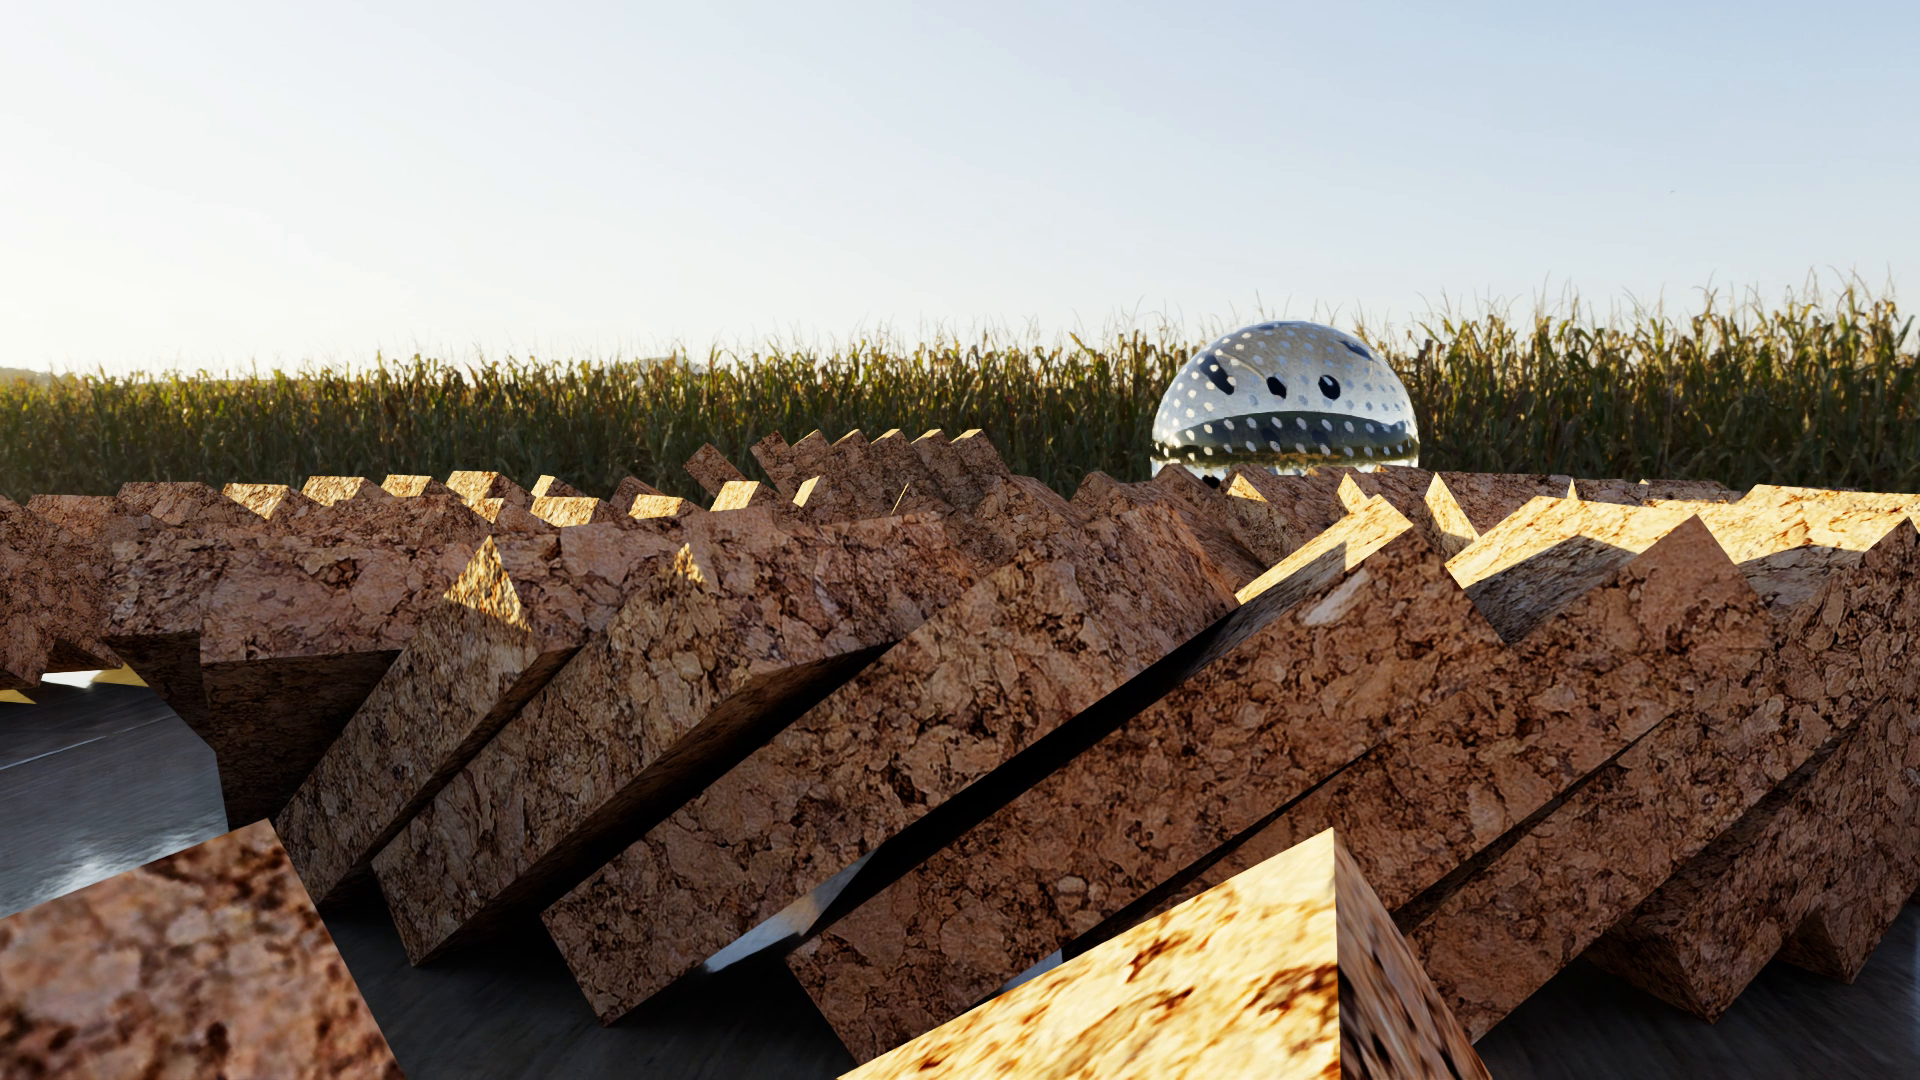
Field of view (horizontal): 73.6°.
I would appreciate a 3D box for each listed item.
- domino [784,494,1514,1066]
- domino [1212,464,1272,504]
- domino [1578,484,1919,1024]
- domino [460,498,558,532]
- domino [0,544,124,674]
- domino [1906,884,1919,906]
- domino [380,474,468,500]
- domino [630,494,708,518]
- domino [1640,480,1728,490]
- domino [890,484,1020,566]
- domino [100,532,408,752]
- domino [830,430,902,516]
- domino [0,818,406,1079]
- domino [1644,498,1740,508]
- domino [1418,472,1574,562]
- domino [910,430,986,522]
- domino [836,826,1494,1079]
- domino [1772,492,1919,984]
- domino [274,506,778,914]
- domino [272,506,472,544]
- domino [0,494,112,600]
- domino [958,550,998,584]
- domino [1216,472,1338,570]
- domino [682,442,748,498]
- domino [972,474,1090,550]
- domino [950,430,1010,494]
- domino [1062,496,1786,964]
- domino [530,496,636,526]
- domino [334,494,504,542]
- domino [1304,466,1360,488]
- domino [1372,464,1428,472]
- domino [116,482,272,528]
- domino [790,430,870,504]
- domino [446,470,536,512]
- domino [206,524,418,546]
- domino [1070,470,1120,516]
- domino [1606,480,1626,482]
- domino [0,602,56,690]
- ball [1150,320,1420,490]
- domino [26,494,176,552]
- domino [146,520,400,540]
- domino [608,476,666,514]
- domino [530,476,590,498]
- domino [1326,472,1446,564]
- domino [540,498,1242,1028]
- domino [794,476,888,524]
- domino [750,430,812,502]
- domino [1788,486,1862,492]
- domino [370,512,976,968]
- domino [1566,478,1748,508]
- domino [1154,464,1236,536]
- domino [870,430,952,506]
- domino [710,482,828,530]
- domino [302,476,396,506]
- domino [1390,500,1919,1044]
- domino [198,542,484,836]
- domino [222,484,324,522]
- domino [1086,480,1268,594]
[{"bbox_3d":[0.013,0.016,0.093,0.050,0.009,0.025,-37,-3,15],"label":"domino"},{"bbox_3d":[0.086,0.000,0.310,0.050,0.009,0.025,41,20,19],"label":"domino"},{"bbox_3d":[0.067,0.015,0.110,0.050,0.010,0.025,-39,20,-14],"label":"domino"},{"bbox_3d":[-0.076,0.007,0.248,0.025,0.009,0.050,1,-25,40],"label":"domino"},{"bbox_3d":[-0.168,0.008,0.214,0.025,0.009,0.050,-4,-29,11],"label":"domino"},{"bbox_3d":[0.090,0.015,0.139,0.025,0.010,0.050,3,38,38],"label":"domino"},{"bbox_3d":[-0.120,0.001,0.325,0.025,0.009,0.050,4,-26,44],"label":"domino"},{"bbox_3d":[-0.047,0.006,0.283,0.050,0.009,0.025,30,-14,-33],"label":"domino"},{"bbox_3d":[0.158,0.006,0.251,0.025,0.009,0.050,0,36,-27],"label":"domino"},{"bbox_3d":[0.007,0.002,0.315,0.050,0.010,0.025,28,0,-4],"label":"domino"},{"bbox_3d":[-0.071,0.015,0.142,0.025,0.010,0.050,-2,-26,-14],"label":"domino"},{"bbox_3d":[-0.020,-0.009,0.380,0.009,0.050,0.025,-35,8,-4],"label":"domino"},{"bbox_3d":[-0.034,0.023,0.020,0.050,0.010,0.025,-33,-5,23],"label":"domino"},{"bbox_3d":[0.098,0.013,0.158,0.025,0.010,0.050,2,37,28],"label":"domino"},{"bbox_3d":[0.094,0.009,0.200,0.025,0.010,0.050,1,40,-10],"label":"domino"},{"bbox_3d":[0.003,-0.009,0.380,0.009,0.050,0.025,-35,8,-4],"label":"domino"},{"bbox_3d":[-0.015,0.023,0.016,0.050,0.009,0.025,-33,-2,17],"label":"domino"},{"bbox_3d":[0.080,0.015,0.119,0.050,0.010,0.025,-41,21,-19],"label":"domino"},{"bbox_3d":[-0.038,0.016,0.111,0.025,0.009,0.050,-9,-25,-49],"label":"domino"},{"bbox_3d":[-0.084,0.010,0.205,0.025,0.009,0.050,1,-26,11],"label":"domino"},{"bbox_3d":[-0.165,0.007,0.236,0.025,0.009,0.050,-1,-28,22],"label":"domino"},{"bbox_3d":[0.002,0.011,0.223,0.050,0.009,0.025,21,-14,-26],"label":"domino"},{"bbox_3d":[0.072,0.007,0.232,0.025,0.010,0.050,0,38,-35],"label":"domino"},{"bbox_3d":[-0.059,-0.007,0.375,0.009,0.050,0.025,-45,7,-4],"label":"domino"},{"bbox_3d":[0.028,0.006,0.242,0.050,0.009,0.025,36,11,14],"label":"domino"},{"bbox_3d":[0.014,-0.009,0.381,0.009,0.050,0.025,-35,8,-4],"label":"domino"},{"bbox_3d":[0.030,0.016,0.095,0.050,0.009,0.025,-38,2,5],"label":"domino"},{"bbox_3d":[-0.063,0.006,0.266,0.025,0.009,0.050,3,-23,45],"label":"domino"},{"bbox_3d":[-0.083,0.008,0.225,0.025,0.009,0.050,-1,-27,24],"label":"domino"},{"bbox_3d":[0.105,0.001,0.304,0.025,0.010,0.050,-4,41,-50],"label":"domino"},{"bbox_3d":[0.118,0.001,0.295,0.025,0.010,0.050,-1,39,-47],"label":"domino"},{"bbox_3d":[-0.150,0.004,0.273,0.025,0.009,0.050,1,-27,26],"label":"domino"},{"bbox_3d":[-0.032,-0.009,0.379,0.009,0.050,0.025,-35,8,-4],"label":"domino"},{"bbox_3d":[-0.109,-0.001,0.337,0.025,0.009,0.050,4,-27,44],"label":"domino"},{"bbox_3d":[-0.083,0.013,0.184,0.025,0.009,0.050,0,-24,3],"label":"domino"},{"bbox_3d":[0.051,0.001,0.317,0.050,0.009,0.025,35,11,8],"label":"domino"},{"bbox_3d":[0.147,0.005,0.265,0.025,0.010,0.050,-3,37,-32],"label":"domino"},{"bbox_3d":[-0.168,0.009,0.195,0.025,0.009,0.050,-5,-30,4],"label":"domino"},{"bbox_3d":[0.099,-0.027,0.394,0.080,0.080,0.080,0,4,0],"label":"ball"},{"bbox_3d":[-0.156,0.007,0.257,0.025,0.009,0.050,2,-25,25],"label":"domino"},{"bbox_3d":[-0.078,0.013,0.161,0.025,0.010,0.050,-3,-25,-9],"label":"domino"},{"bbox_3d":[-0.076,-0.002,0.369,0.050,0.009,0.025,30,-1,-10],"label":"domino"},{"bbox_3d":[-0.094,-0.001,0.356,0.050,0.010,0.025,32,-10,-24],"label":"domino"},{"bbox_3d":[0.086,0.008,0.215,0.025,0.010,0.050,-2,41,-20],"label":"domino"},{"bbox_3d":[-0.005,0.016,0.094,0.050,0.009,0.025,-38,-10,26],"label":"domino"},{"bbox_3d":[-0.016,0.002,0.308,0.050,0.010,0.025,30,-8,-13],"label":"domino"},{"bbox_3d":[-0.043,-0.009,0.378,0.010,0.050,0.025,-35,9,-5],"label":"domino"},{"bbox_3d":[0.170,0.008,0.233,0.025,0.009,0.050,0,35,-15],"label":"domino"},{"bbox_3d":[-0.023,0.016,0.102,0.050,0.009,0.025,-40,-18,33],"label":"domino"},{"bbox_3d":[0.102,0.010,0.181,0.025,0.009,0.050,5,39,12],"label":"domino"},{"bbox_3d":[0.069,0.000,0.314,0.050,0.009,0.025,39,14,11],"label":"domino"},{"bbox_3d":[-0.009,-0.009,0.381,0.010,0.050,0.025,-35,9,-4],"label":"domino"},{"bbox_3d":[-0.032,0.003,0.297,0.050,0.009,0.025,32,-12,-24],"label":"domino"},{"bbox_3d":[-0.131,0.002,0.309,0.025,0.009,0.050,3,-27,38],"label":"domino"},{"bbox_3d":[0.048,0.016,0.101,0.050,0.009,0.025,-37,9,-5],"label":"domino"},{"bbox_3d":[-0.058,0.016,0.126,0.025,0.009,0.050,-2,-26,-28],"label":"domino"},{"bbox_3d":[-0.141,0.004,0.293,0.025,0.010,0.050,3,-26,34],"label":"domino"},{"bbox_3d":[0.050,0.007,0.238,0.050,0.009,0.025,38,20,21],"label":"domino"}]
